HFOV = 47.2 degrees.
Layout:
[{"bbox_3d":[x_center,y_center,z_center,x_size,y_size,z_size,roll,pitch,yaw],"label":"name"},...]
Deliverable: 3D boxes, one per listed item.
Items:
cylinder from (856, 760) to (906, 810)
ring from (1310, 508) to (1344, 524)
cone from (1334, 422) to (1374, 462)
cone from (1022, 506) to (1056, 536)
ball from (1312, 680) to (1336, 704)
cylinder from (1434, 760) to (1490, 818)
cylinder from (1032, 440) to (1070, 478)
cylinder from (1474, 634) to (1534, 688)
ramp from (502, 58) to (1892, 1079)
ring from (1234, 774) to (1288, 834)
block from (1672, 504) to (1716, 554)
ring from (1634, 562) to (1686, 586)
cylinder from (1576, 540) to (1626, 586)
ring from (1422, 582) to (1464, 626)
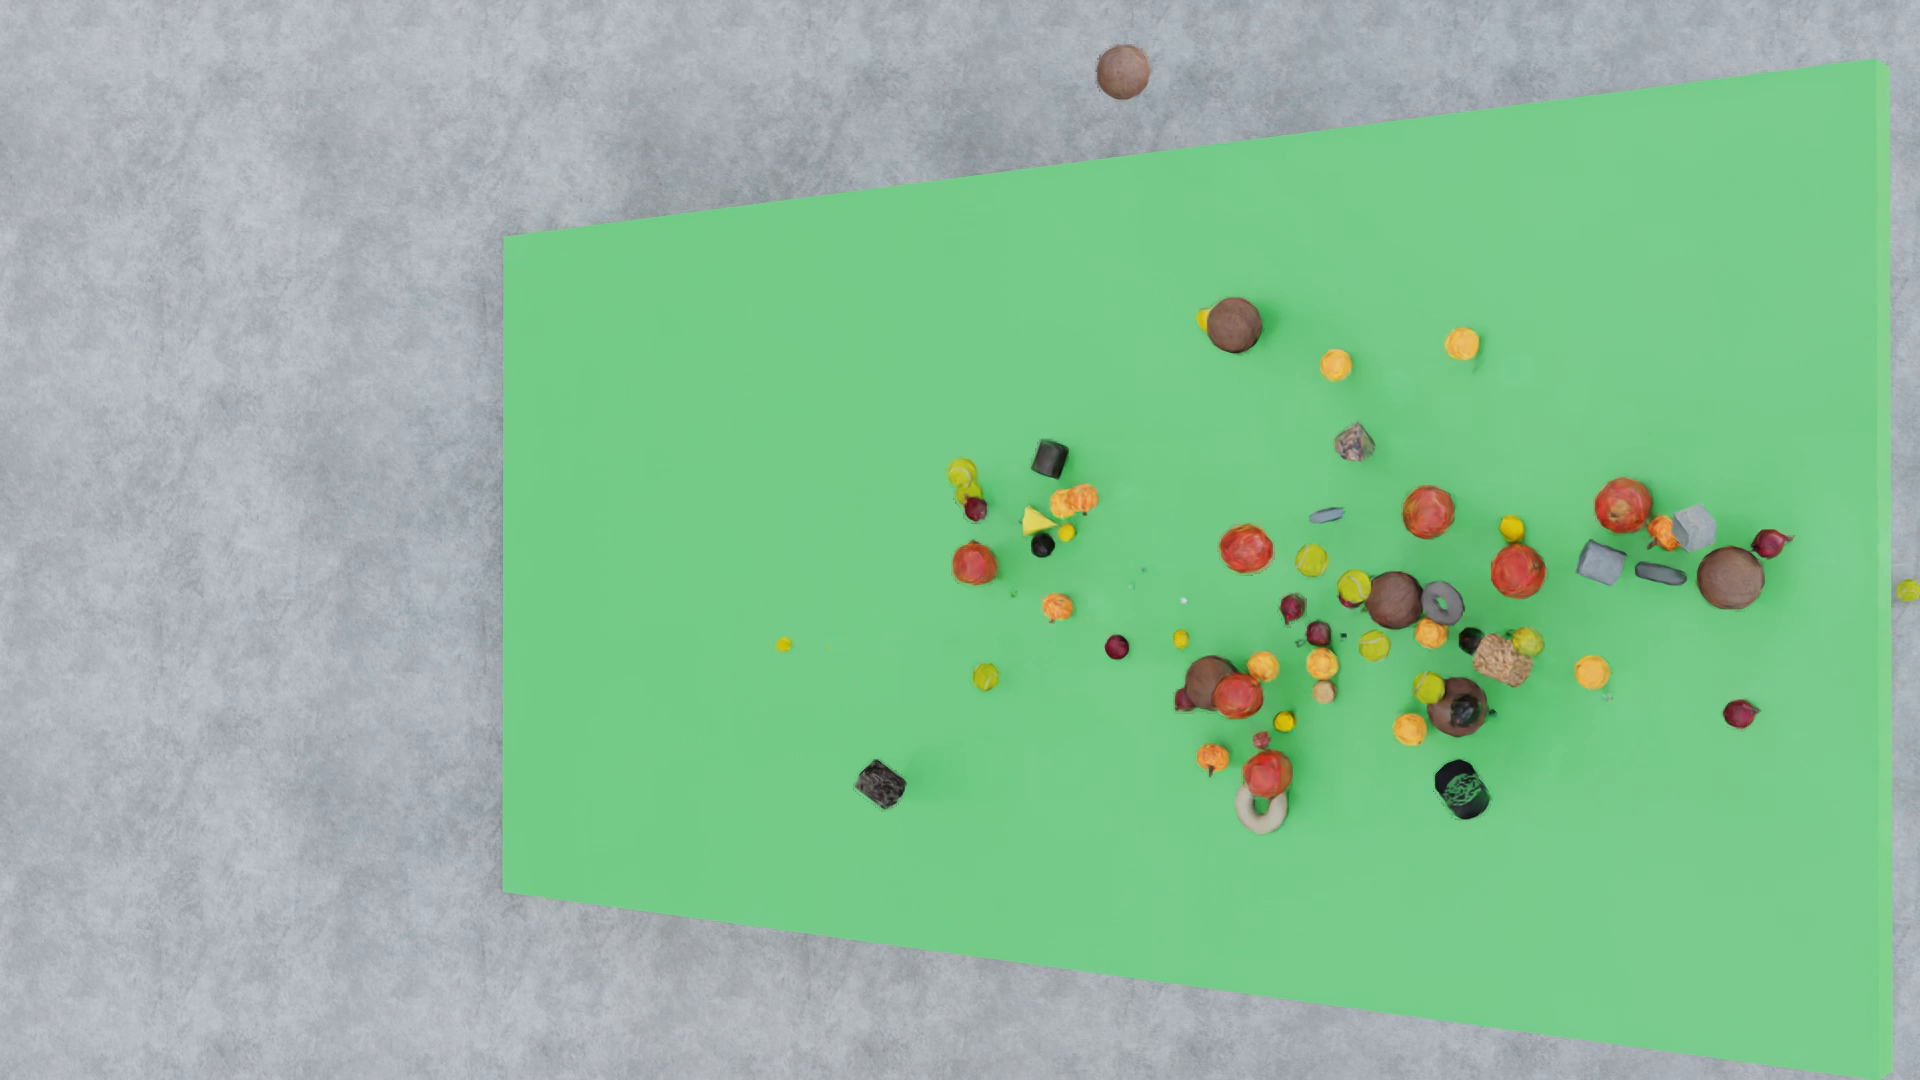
[{"bbox_3d":[-0.204,0.631,5.673,0.092,0.092,0.092,34,90,23],"label":"cylinder"},{"bbox_3d":[0.827,-0.055,4.963,0.079,0.079,0.026,-13,92,0],"label":"ring"},{"bbox_3d":[0.885,-0.238,4.911,0.091,0.091,0.091,-2,56,3],"label":"cone"},{"bbox_3d":[0.203,-0.043,5.485,0.080,0.080,0.080,7,90,10],"label":"cone"},{"bbox_3d":[0.828,0.345,4.998,0.055,0.055,0.055,0,90,0],"label":"ball"},{"bbox_3d":[1.062,0.528,4.653,0.090,0.090,0.090,-40,127,0],"label":"cylinder"},{"bbox_3d":[0.224,-0.201,5.445,0.075,0.075,0.075,18,108,0],"label":"cylinder"},{"bbox_3d":[1.165,0.258,4.715,0.091,0.091,0.091,25,90,40],"label":"cylinder"},{"bbox_3d":[0.230,0.065,5.549,4.000,0.100,2.000,0,89,37],"label":"ramp"},{"bbox_3d":[0.698,0.613,5.101,0.136,0.045,0.136,-1,89,38],"label":"ring"},{"bbox_3d":[1.460,-0.024,4.376,0.060,0.060,0.060,-20,49,-4],"label":"block"},{"bbox_3d":[1.435,0.070,4.506,0.104,0.104,0.035,14,93,0],"label":"ring"},{"bbox_3d":[1.330,0.048,4.565,0.076,0.076,0.076,21,90,6],"label":"cylinder"},{"bbox_3d":[1.048,0.138,4.776,0.035,0.104,0.104,-28,90,-36],"label":"ring"}]
